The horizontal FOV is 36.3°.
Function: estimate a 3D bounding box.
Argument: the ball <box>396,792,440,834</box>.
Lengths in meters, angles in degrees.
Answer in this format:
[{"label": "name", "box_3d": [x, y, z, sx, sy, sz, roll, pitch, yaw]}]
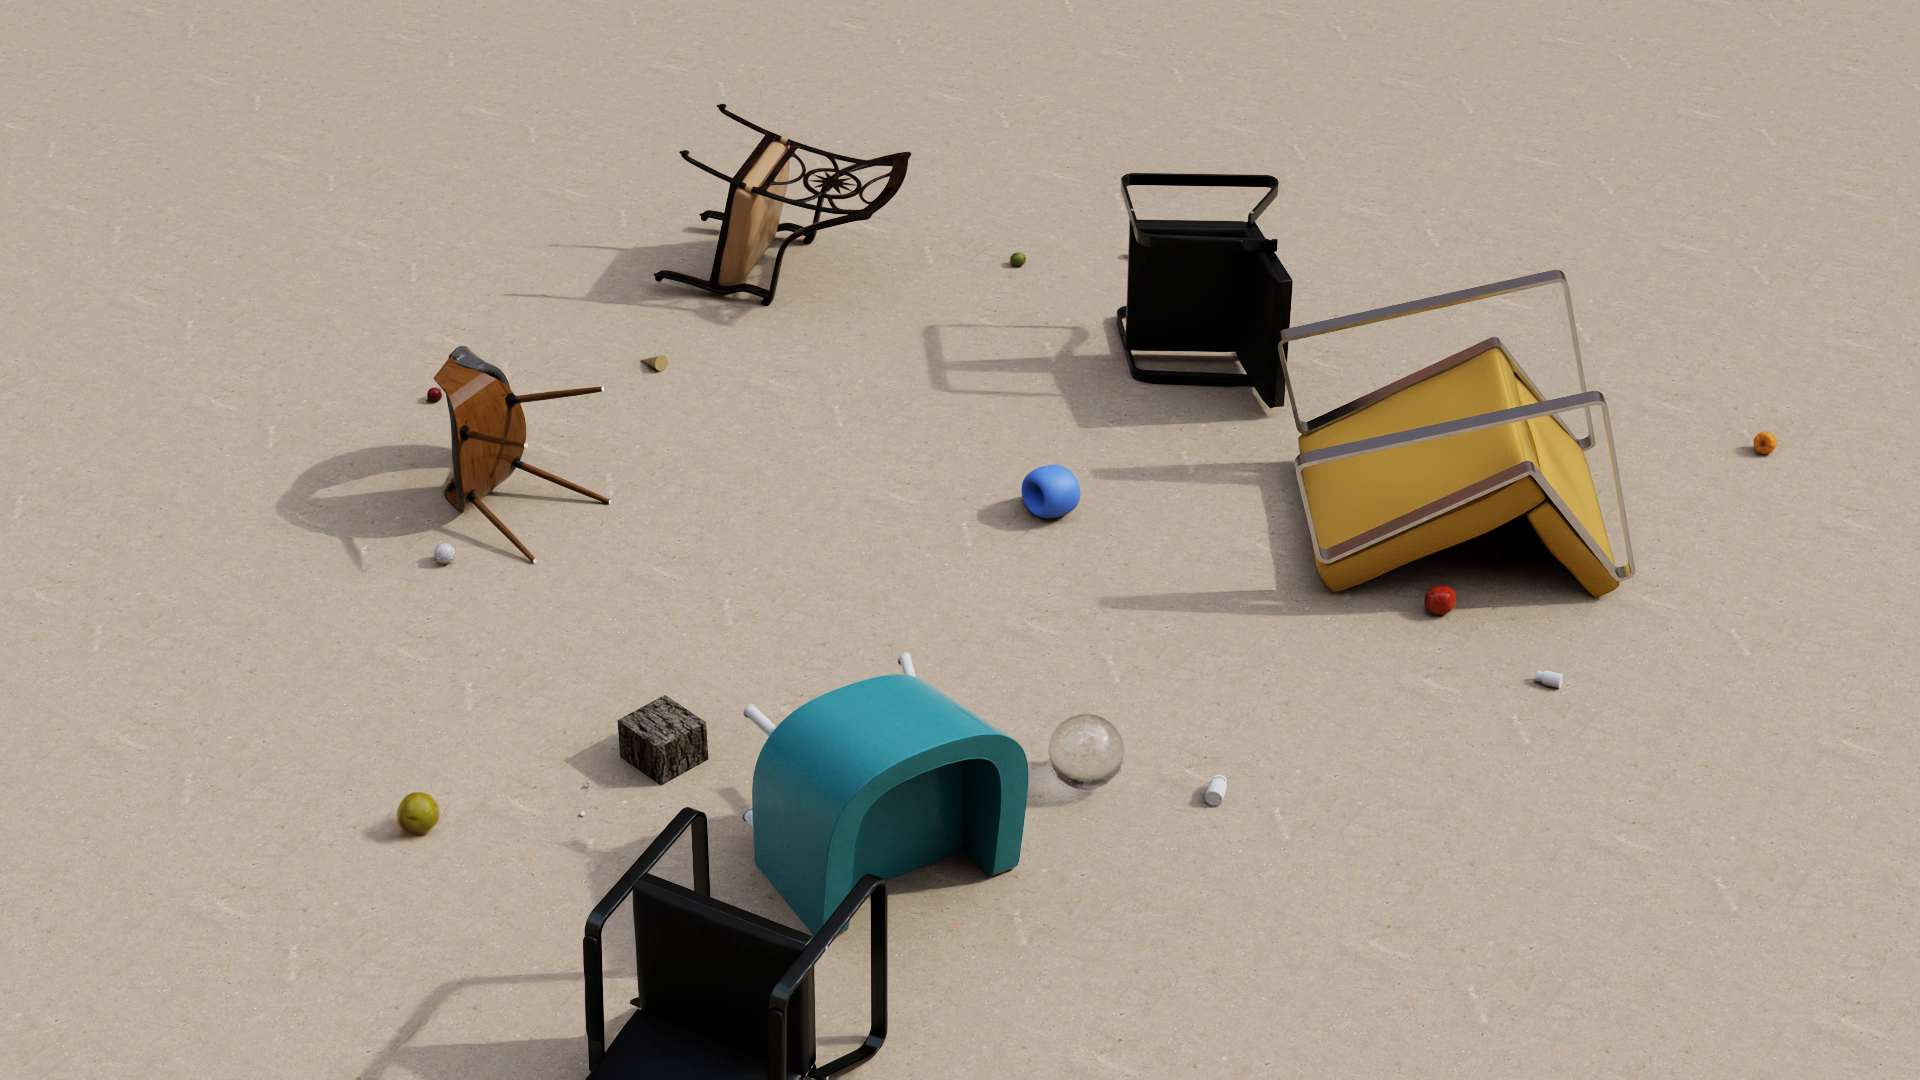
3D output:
[{"label": "ball", "box_3d": [-1.752, 0.883, 9.481, 0.137, 0.137, 0.137, 0, 33, 0]}]

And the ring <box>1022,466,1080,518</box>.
[{"label": "ring", "box_3d": [0.342, -0.182, 11.049, 0.161, 0.198, 0.221, -16, 20, -31]}]

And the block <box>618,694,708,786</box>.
[{"label": "block", "box_3d": [-0.991, 0.667, 9.791, 0.204, 0.155, 0.216, -28, 43, -36]}]

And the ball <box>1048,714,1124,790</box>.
[{"label": "ball", "box_3d": [0.416, 0.698, 9.658, 0.250, 0.250, 0.250, 0, 33, 0]}]

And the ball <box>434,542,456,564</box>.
[{"label": "ball", "box_3d": [-1.899, 0.049, 10.799, 0.079, 0.079, 0.079, 0, 33, 0]}]
